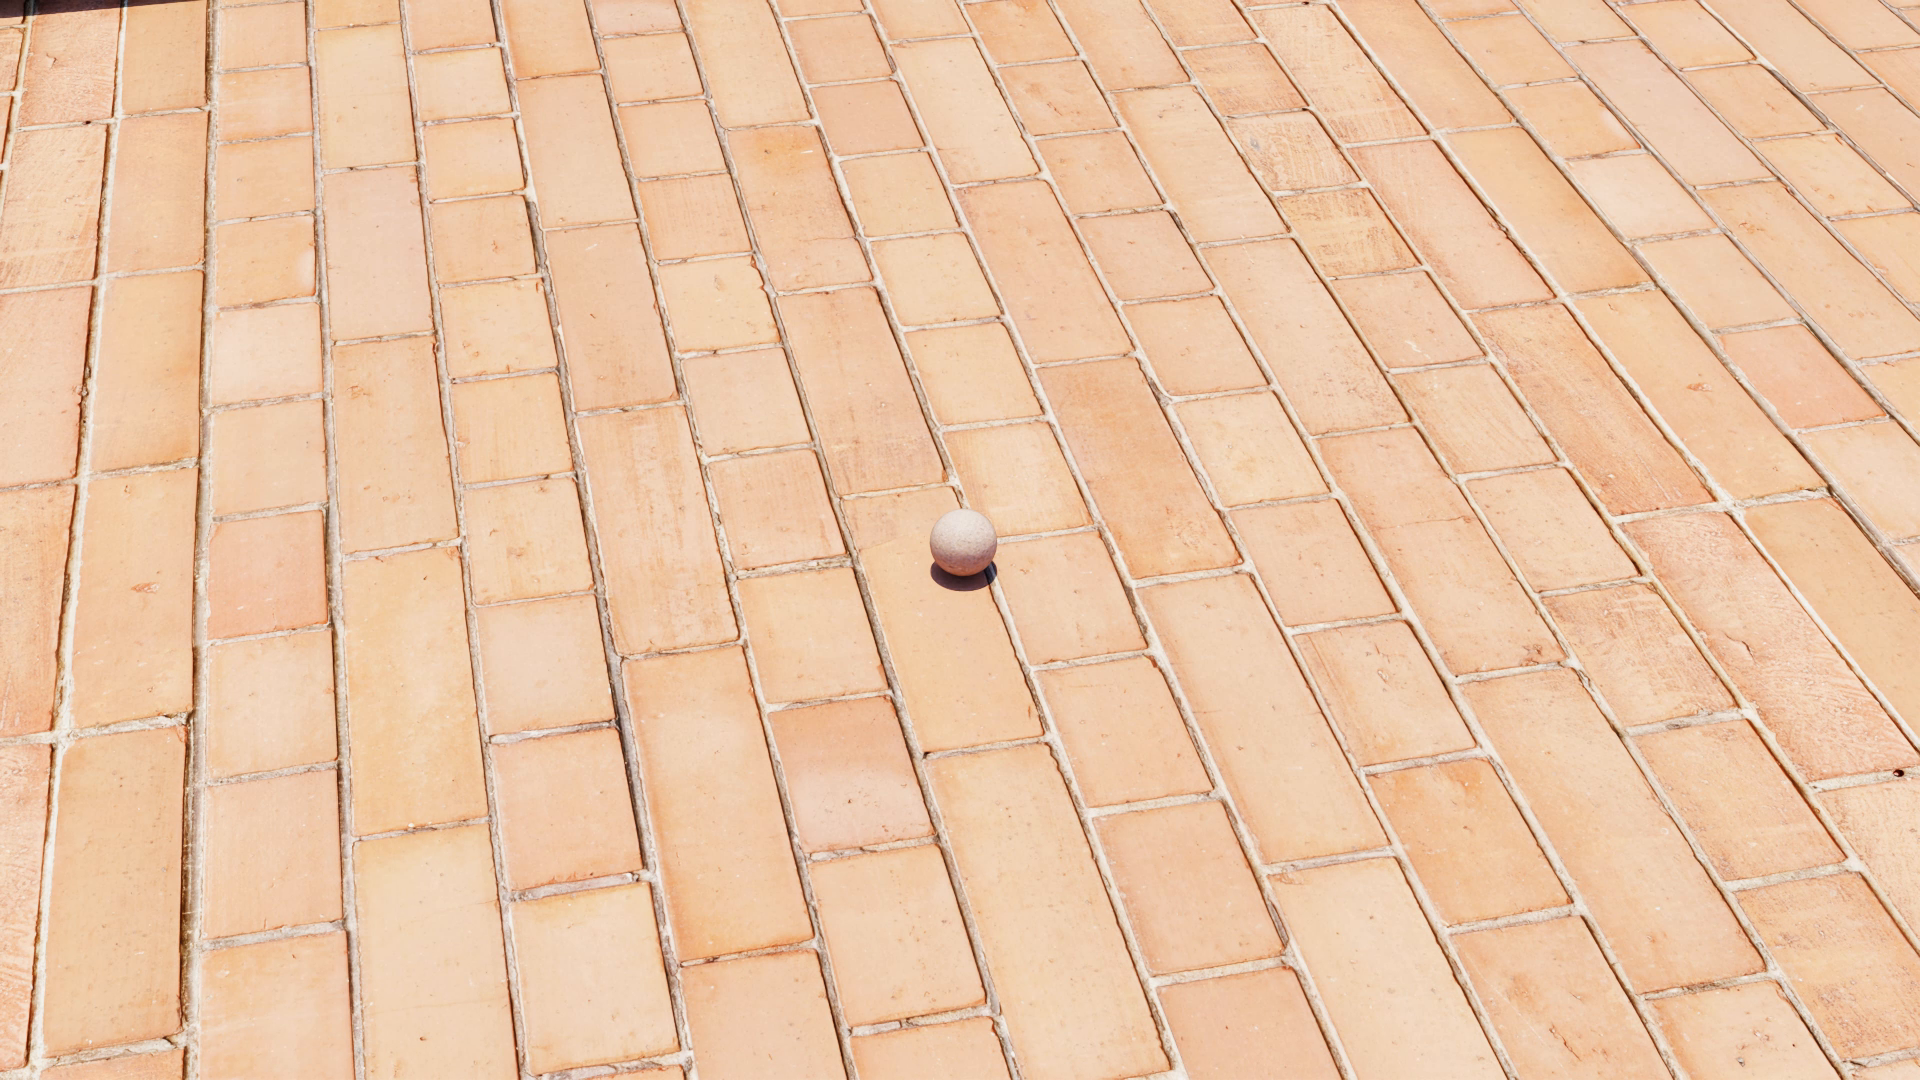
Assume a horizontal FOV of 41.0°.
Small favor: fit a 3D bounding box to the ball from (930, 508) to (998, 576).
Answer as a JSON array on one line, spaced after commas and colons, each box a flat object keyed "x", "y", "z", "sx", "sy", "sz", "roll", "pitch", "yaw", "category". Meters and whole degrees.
[{"x": 0.002, "y": 0.001, "z": 1.531, "sx": 0.041, "sy": 0.041, "sz": 0.041, "roll": 0, "pitch": 37, "yaw": 0, "category": "ball"}]
